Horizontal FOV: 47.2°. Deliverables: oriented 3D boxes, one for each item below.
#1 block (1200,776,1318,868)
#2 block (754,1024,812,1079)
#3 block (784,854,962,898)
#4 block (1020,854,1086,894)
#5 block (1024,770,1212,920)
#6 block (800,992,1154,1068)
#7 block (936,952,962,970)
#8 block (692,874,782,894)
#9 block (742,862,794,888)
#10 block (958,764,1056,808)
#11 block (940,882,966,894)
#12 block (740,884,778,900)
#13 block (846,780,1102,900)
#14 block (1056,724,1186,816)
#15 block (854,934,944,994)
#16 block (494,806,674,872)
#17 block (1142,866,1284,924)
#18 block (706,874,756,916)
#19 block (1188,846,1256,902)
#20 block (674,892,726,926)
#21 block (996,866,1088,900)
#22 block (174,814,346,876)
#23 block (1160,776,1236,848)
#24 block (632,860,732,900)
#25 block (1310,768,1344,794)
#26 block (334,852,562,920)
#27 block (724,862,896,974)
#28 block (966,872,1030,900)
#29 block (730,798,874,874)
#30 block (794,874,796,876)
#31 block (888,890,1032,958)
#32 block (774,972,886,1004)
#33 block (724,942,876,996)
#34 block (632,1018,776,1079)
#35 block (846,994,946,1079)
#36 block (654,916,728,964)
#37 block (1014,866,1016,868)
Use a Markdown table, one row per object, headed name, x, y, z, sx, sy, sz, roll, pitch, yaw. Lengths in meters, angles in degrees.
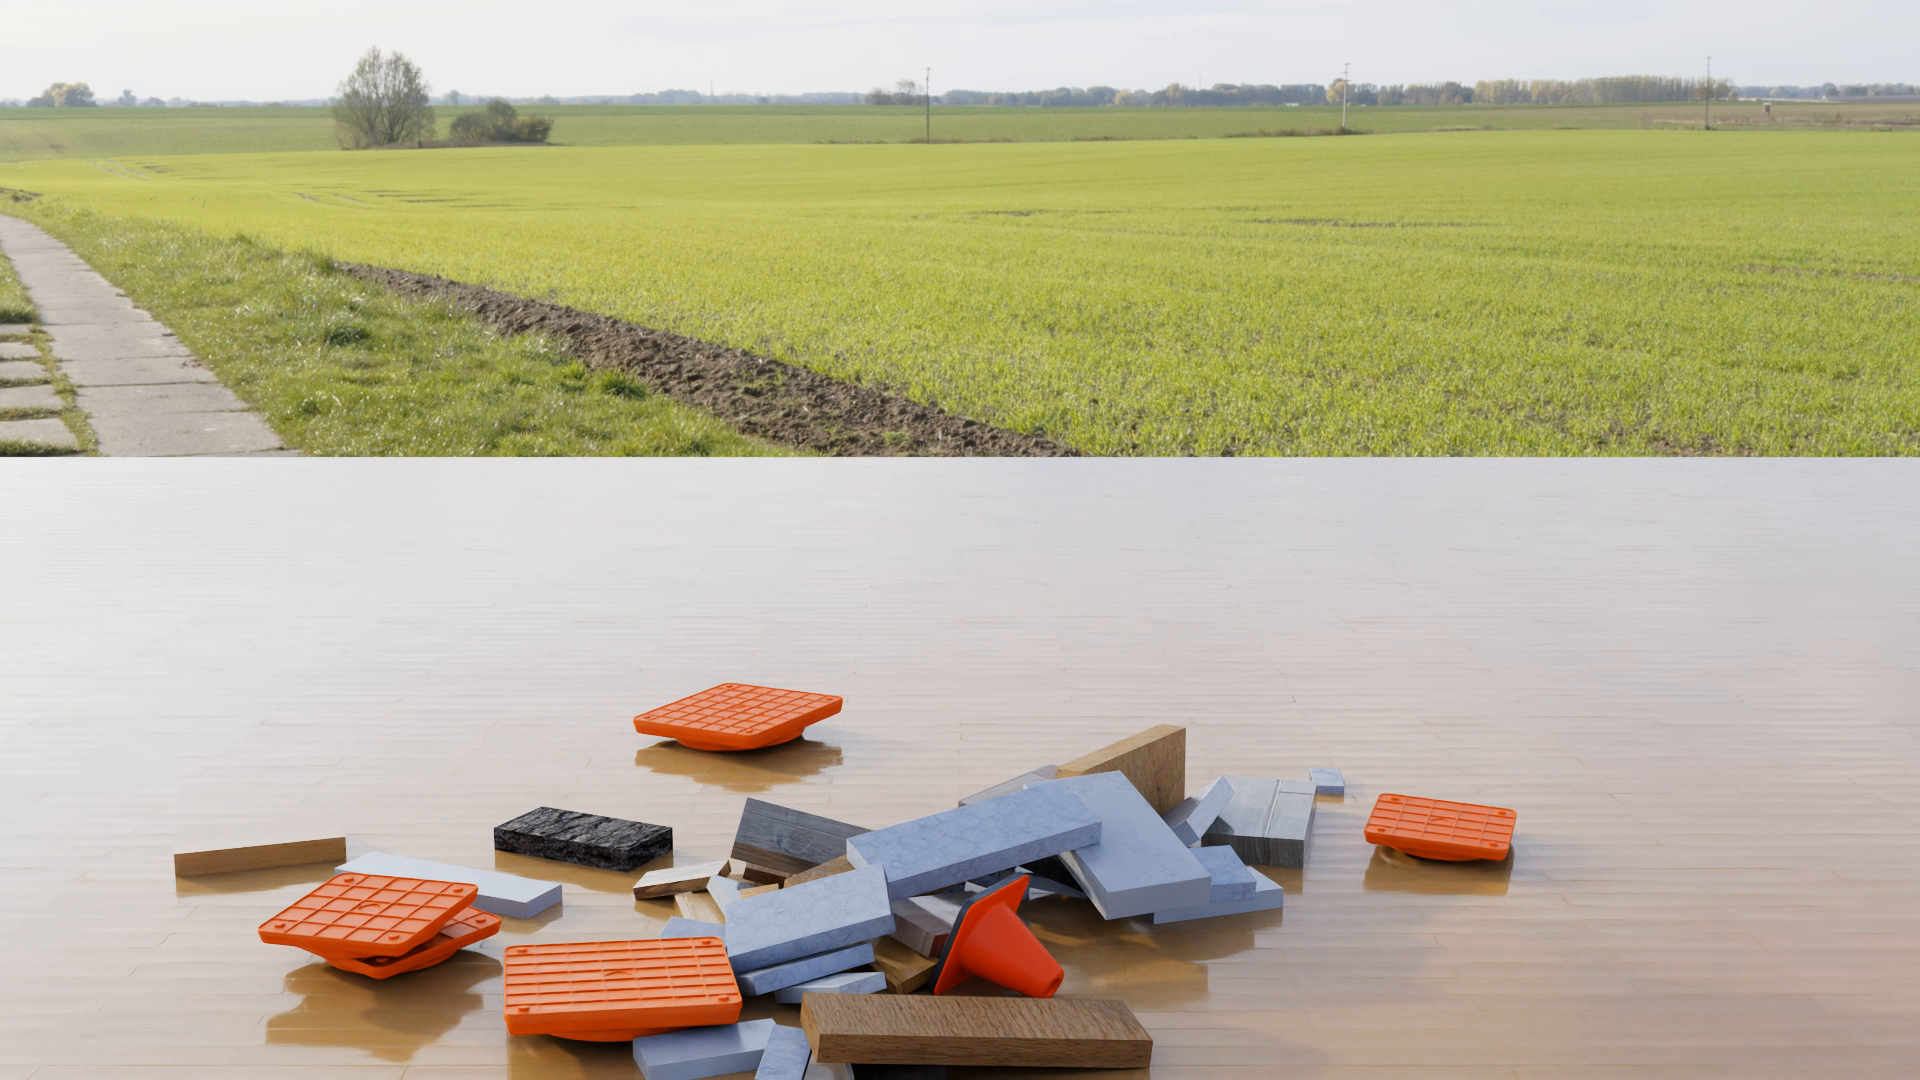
| name | x | y | z | sx | sy | sz | roll | pitch | yaw |
| --- | --- | --- | --- | --- | --- | --- | --- | --- | --- |
| block | 0.545 | 0.506 | 3.982 | 0.177 | 0.050 | 0.355 | 2 | 11 | 13 |
| block | -0.234 | 0.697 | 2.950 | 0.060 | 0.017 | 0.120 | 8 | 25 | 5 |
| block | -0.110 | 0.531 | 3.488 | 0.124 | 0.035 | 0.350 | 31 | 31 | 34 |
| block | 0.157 | 0.528 | 3.628 | 0.232 | 0.033 | 0.116 | 24 | 9 | -14 |
| block | 0.250 | 0.491 | 3.580 | 0.177 | 0.050 | 0.355 | -5 | 24 | -20 |
| block | 0.021 | 0.667 | 2.993 | 0.459 | 0.040 | 0.141 | 4 | 10 | -14 |
| block | -0.042 | 0.637 | 3.369 | 0.060 | 0.017 | 0.121 | 4 | 11 | 21 |
| block | -0.369 | 0.580 | 3.668 | 0.148 | 0.021 | 0.074 | 0 | 11 | 0 |
| block | -0.285 | 0.561 | 3.667 | 0.148 | 0.021 | 0.074 | 15 | 10 | -3 |
| block | 0.136 | 0.484 | 4.066 | 0.136 | 0.039 | 0.273 | 16 | 20 | 38 |
| block | -0.110 | 0.540 | 3.664 | 0.241 | 0.034 | 0.121 | 16 | 11 | -1 |
| block | -0.311 | 0.568 | 3.433 | 0.060 | 0.017 | 0.121 | -9 | 10 | -5 |
| block | 0.024 | 0.476 | 3.489 | 0.385 | 0.039 | 0.136 | -12 | 29 | -24 |
| block | 0.289 | 0.454 | 3.917 | 0.050 | 0.177 | 0.355 | 8 | 13 | 35 |
| block | -0.104 | 0.624 | 3.302 | 0.081 | 0.023 | 0.163 | -24 | 29 | -27 |
| block | -0.666 | 0.528 | 3.892 | 0.283 | 0.040 | 0.141 | 5 | 12 | 26 |
| block | 0.400 | 0.583 | 3.616 | 0.232 | 0.033 | 0.116 | -4 | 11 | -20 |
| block | -0.343 | 0.586 | 3.520 | 0.085 | 0.024 | 0.171 | 21 | 4 | -23 |
| block | 0.351 | 0.548 | 3.573 | 0.232 | 0.033 | 0.116 | -2 | 23 | -16 |
| block | -0.403 | 0.605 | 3.522 | 0.086 | 0.024 | 0.171 | -3 | 11 | -15 |
| block | 0.136 | 0.560 | 3.665 | 0.151 | 0.021 | 0.076 | 13 | 11 | -8 |
| block | -1.230 | 0.534 | 3.860 | 0.283 | 0.040 | 0.141 | -4 | 11 | -19 |
| block | 0.386 | 0.499 | 3.840 | 0.136 | 0.039 | 0.273 | -36 | -3 | 22 |
| block | -0.461 | 0.564 | 3.656 | 0.148 | 0.021 | 0.074 | -10 | 10 | 13 |
| block | 0.713 | 0.469 | 4.276 | 0.058 | 0.016 | 0.116 | 1 | 11 | 5 |
| block | -0.857 | 0.575 | 3.674 | 0.393 | 0.028 | 0.099 | 5 | 12 | 25 |
| block | -0.225 | 0.565 | 3.290 | 0.248 | 0.035 | 0.124 | -15 | 30 | 0 |
| block | 0.041 | 0.556 | 3.668 | 0.151 | 0.021 | 0.076 | 18 | 11 | -2 |
| block | -0.242 | 0.496 | 3.564 | 0.241 | 0.034 | 0.121 | 15 | 29 | -3 |
| block | -0.211 | 0.574 | 3.536 | 0.121 | 0.034 | 0.241 | 23 | 9 | -4 |
| block | -0.014 | 0.589 | 3.381 | 0.124 | 0.035 | 0.247 | 23 | 10 | 36 |
| block | -0.188 | 0.646 | 3.172 | 0.081 | 0.023 | 0.163 | -9 | -4 | -40 |
| block | -0.236 | 0.633 | 3.244 | 0.198 | 0.028 | 0.099 | -10 | -6 | -32 |
| block | -0.339 | 0.699 | 3.007 | 0.198 | 0.028 | 0.099 | -4 | 11 | -20 |
| block | -0.099 | 0.695 | 3.013 | 0.120 | 0.034 | 0.279 | -2 | 11 | -9 |
| block | -0.406 | 0.618 | 3.398 | 0.120 | 0.017 | 0.060 | 5 | 41 | 25 |
| block | 0.019 | 0.515 | 3.659 | 0.151 | 0.021 | 0.076 | 5 | 12 | -2 |
